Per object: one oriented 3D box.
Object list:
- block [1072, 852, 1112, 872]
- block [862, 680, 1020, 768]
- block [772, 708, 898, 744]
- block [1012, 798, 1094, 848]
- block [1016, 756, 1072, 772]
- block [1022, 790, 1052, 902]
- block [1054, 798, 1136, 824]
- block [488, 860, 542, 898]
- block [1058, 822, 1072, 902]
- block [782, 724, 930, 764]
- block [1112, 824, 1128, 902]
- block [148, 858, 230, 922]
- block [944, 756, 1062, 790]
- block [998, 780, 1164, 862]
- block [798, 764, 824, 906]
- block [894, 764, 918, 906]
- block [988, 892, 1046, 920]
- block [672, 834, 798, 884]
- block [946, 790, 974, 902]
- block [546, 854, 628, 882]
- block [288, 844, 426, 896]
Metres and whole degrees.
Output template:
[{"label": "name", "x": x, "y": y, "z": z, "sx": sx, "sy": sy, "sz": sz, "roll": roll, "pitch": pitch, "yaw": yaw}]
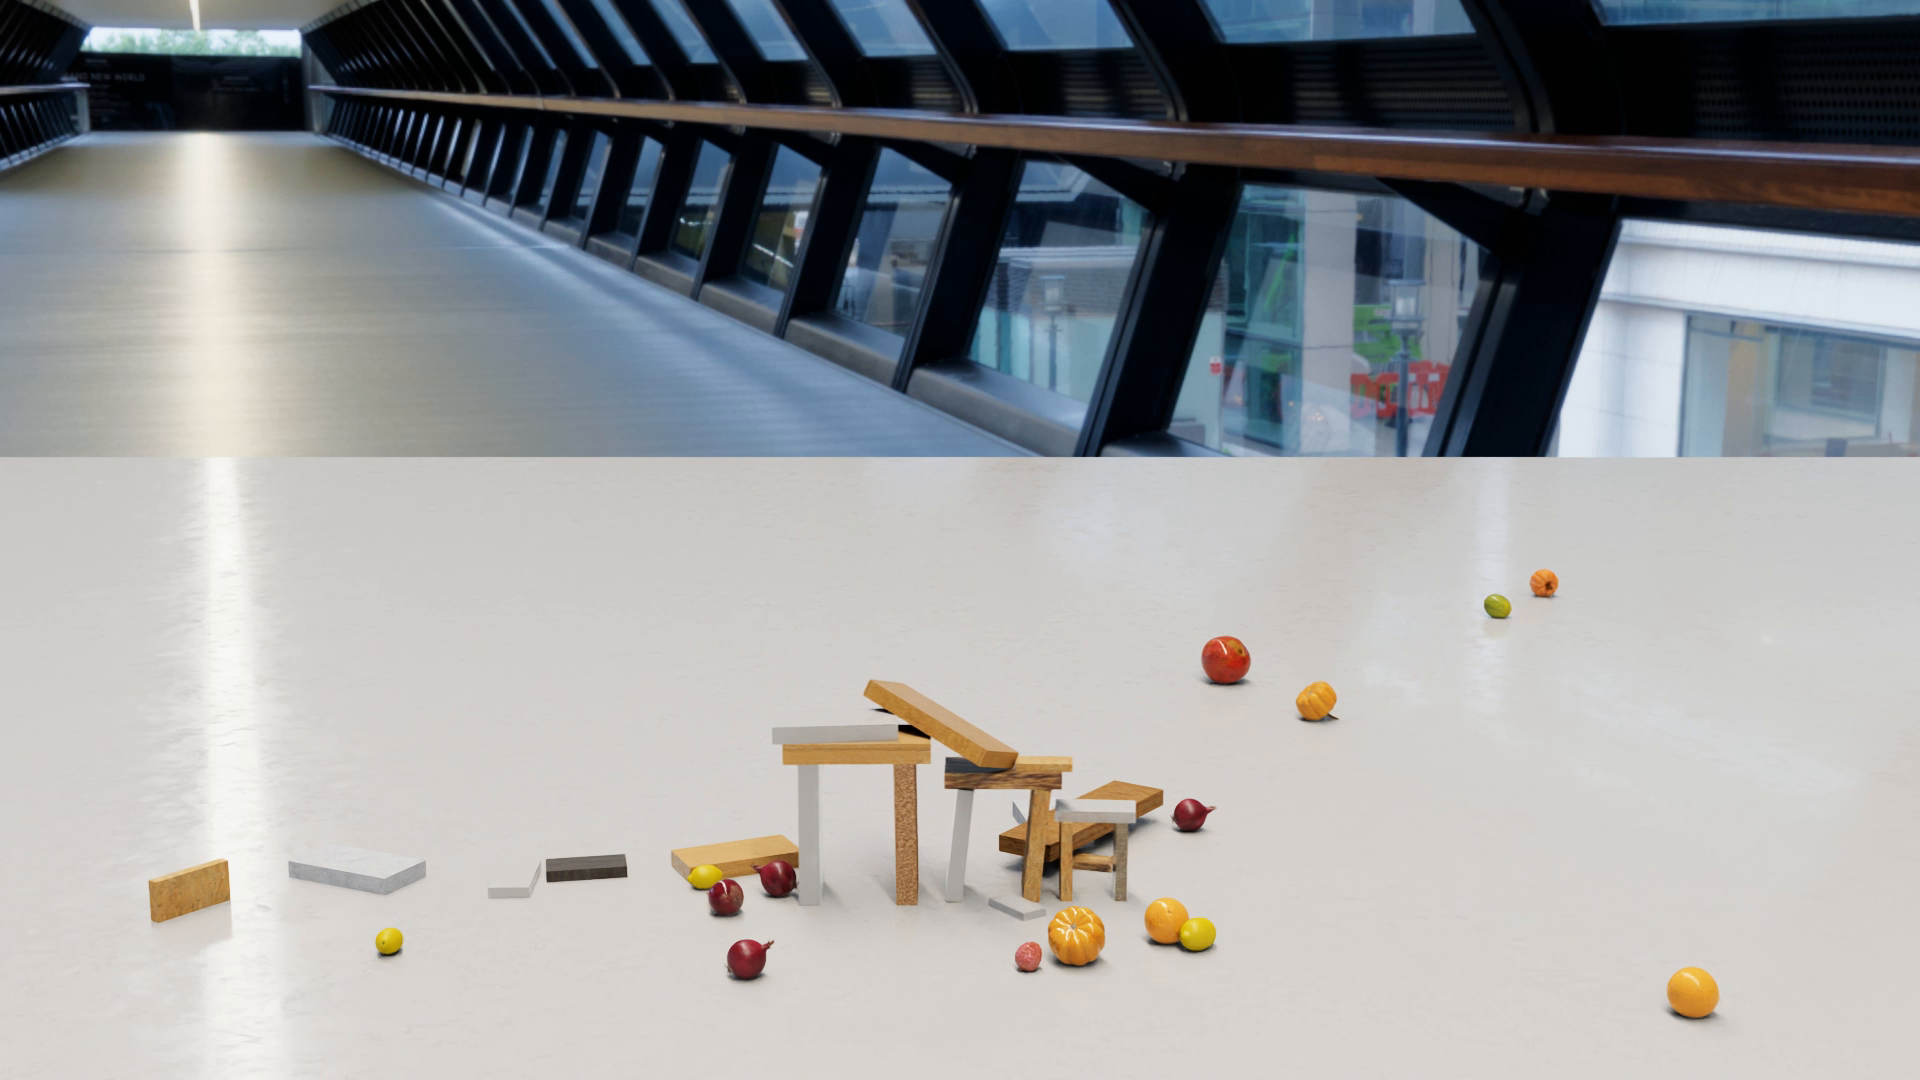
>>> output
[{"label": "block", "x": 0.221, "y": 0.558, "z": 3.806, "sx": 0.093, "sy": 0.013, "sz": 0.046, "roll": 3, "pitch": 11, "yaw": 17}, {"label": "block", "x": -0.032, "y": 0.304, "z": 3.638, "sx": 0.260, "sy": 0.029, "sz": 0.102, "roll": 29, "pitch": 9, "yaw": 32}, {"label": "block", "x": -0.207, "y": 0.306, "z": 3.616, "sx": 0.204, "sy": 0.029, "sz": 0.102, "roll": -1, "pitch": 11, "yaw": -5}, {"label": "block", "x": 0.168, "y": 0.515, "z": 3.994, "sx": 0.104, "sy": 0.030, "sz": 0.209, "roll": -2, "pitch": 11, "yaw": -10}, {"label": "block", "x": 0.139, "y": 0.368, "z": 3.618, "sx": 0.093, "sy": 0.013, "sz": 0.046, "roll": 0, "pitch": 11, "yaw": 2}, {"label": "block", "x": 0.126, "y": 0.494, "z": 3.656, "sx": 0.027, "sy": 0.192, "sz": 0.096, "roll": 5, "pitch": 10, "yaw": -1}, {"label": "block", "x": 0.225, "y": 0.449, "z": 3.645, "sx": 0.133, "sy": 0.019, "sz": 0.067, "roll": 1, "pitch": 11, "yaw": 4}, {"label": "block", "x": -0.751, "y": 0.572, "z": 3.712, "sx": 0.068, "sy": 0.019, "sz": 0.136, "roll": 0, "pitch": 11, "yaw": -2}, {"label": "block", "x": 0.176, "y": 0.525, "z": 3.652, "sx": 0.019, "sy": 0.133, "sz": 0.067, "roll": 0, "pitch": 11, "yaw": 0}, {"label": "block", "x": -0.168, "y": 0.337, "z": 3.623, "sx": 0.240, "sy": 0.034, "sz": 0.120, "roll": 0, "pitch": 11, "yaw": -1}, {"label": "block", "x": 0.266, "y": 0.525, "z": 3.653, "sx": 0.019, "sy": 0.133, "sz": 0.067, "roll": 0, "pitch": 11, "yaw": 0}, {"label": "block", "x": -1.255, "y": 0.571, "z": 3.586, "sx": 0.019, "sy": 0.068, "sz": 0.136, "roll": 8, "pitch": 13, "yaw": 36}, {"label": "block", "x": 0.071, "y": 0.385, "z": 3.637, "sx": 0.192, "sy": 0.027, "sz": 0.096, "roll": 0, "pitch": 11, "yaw": 1}, {"label": "block", "x": 0.221, "y": 0.498, "z": 3.921, "sx": 0.104, "sy": 0.030, "sz": 0.392, "roll": 7, "pitch": 13, "yaw": 34}, {"label": "block", "x": -0.247, "y": 0.471, "z": 3.649, "sx": 0.034, "sy": 0.240, "sz": 0.120, "roll": 0, "pitch": 11, "yaw": 0}, {"label": "block", "x": -0.089, "y": 0.471, "z": 3.650, "sx": 0.034, "sy": 0.240, "sz": 0.120, "roll": -1, "pitch": 11, "yaw": 0}, {"label": "block", "x": 0.093, "y": 0.598, "z": 3.588, "sx": 0.046, "sy": 0.013, "sz": 0.093, "roll": -7, "pitch": 12, "yaw": -36}, {"label": "block", "x": -0.385, "y": 0.551, "z": 3.802, "sx": 0.204, "sy": 0.029, "sz": 0.102, "roll": -5, "pitch": 12, "yaw": -25}, {"label": "block", "x": 0.000, "y": 0.494, "z": 3.656, "sx": 0.027, "sy": 0.192, "sz": 0.096, "roll": 6, "pitch": 10, "yaw": -1}, {"label": "block", "x": -0.640, "y": 0.562, "z": 3.767, "sx": 0.136, "sy": 0.019, "sz": 0.068, "roll": -2, "pitch": 11, "yaw": -11}, {"label": "block", "x": -1.027, "y": 0.560, "z": 3.748, "sx": 0.209, "sy": 0.030, "sz": 0.104, "roll": 5, "pitch": 12, "yaw": 25}]
